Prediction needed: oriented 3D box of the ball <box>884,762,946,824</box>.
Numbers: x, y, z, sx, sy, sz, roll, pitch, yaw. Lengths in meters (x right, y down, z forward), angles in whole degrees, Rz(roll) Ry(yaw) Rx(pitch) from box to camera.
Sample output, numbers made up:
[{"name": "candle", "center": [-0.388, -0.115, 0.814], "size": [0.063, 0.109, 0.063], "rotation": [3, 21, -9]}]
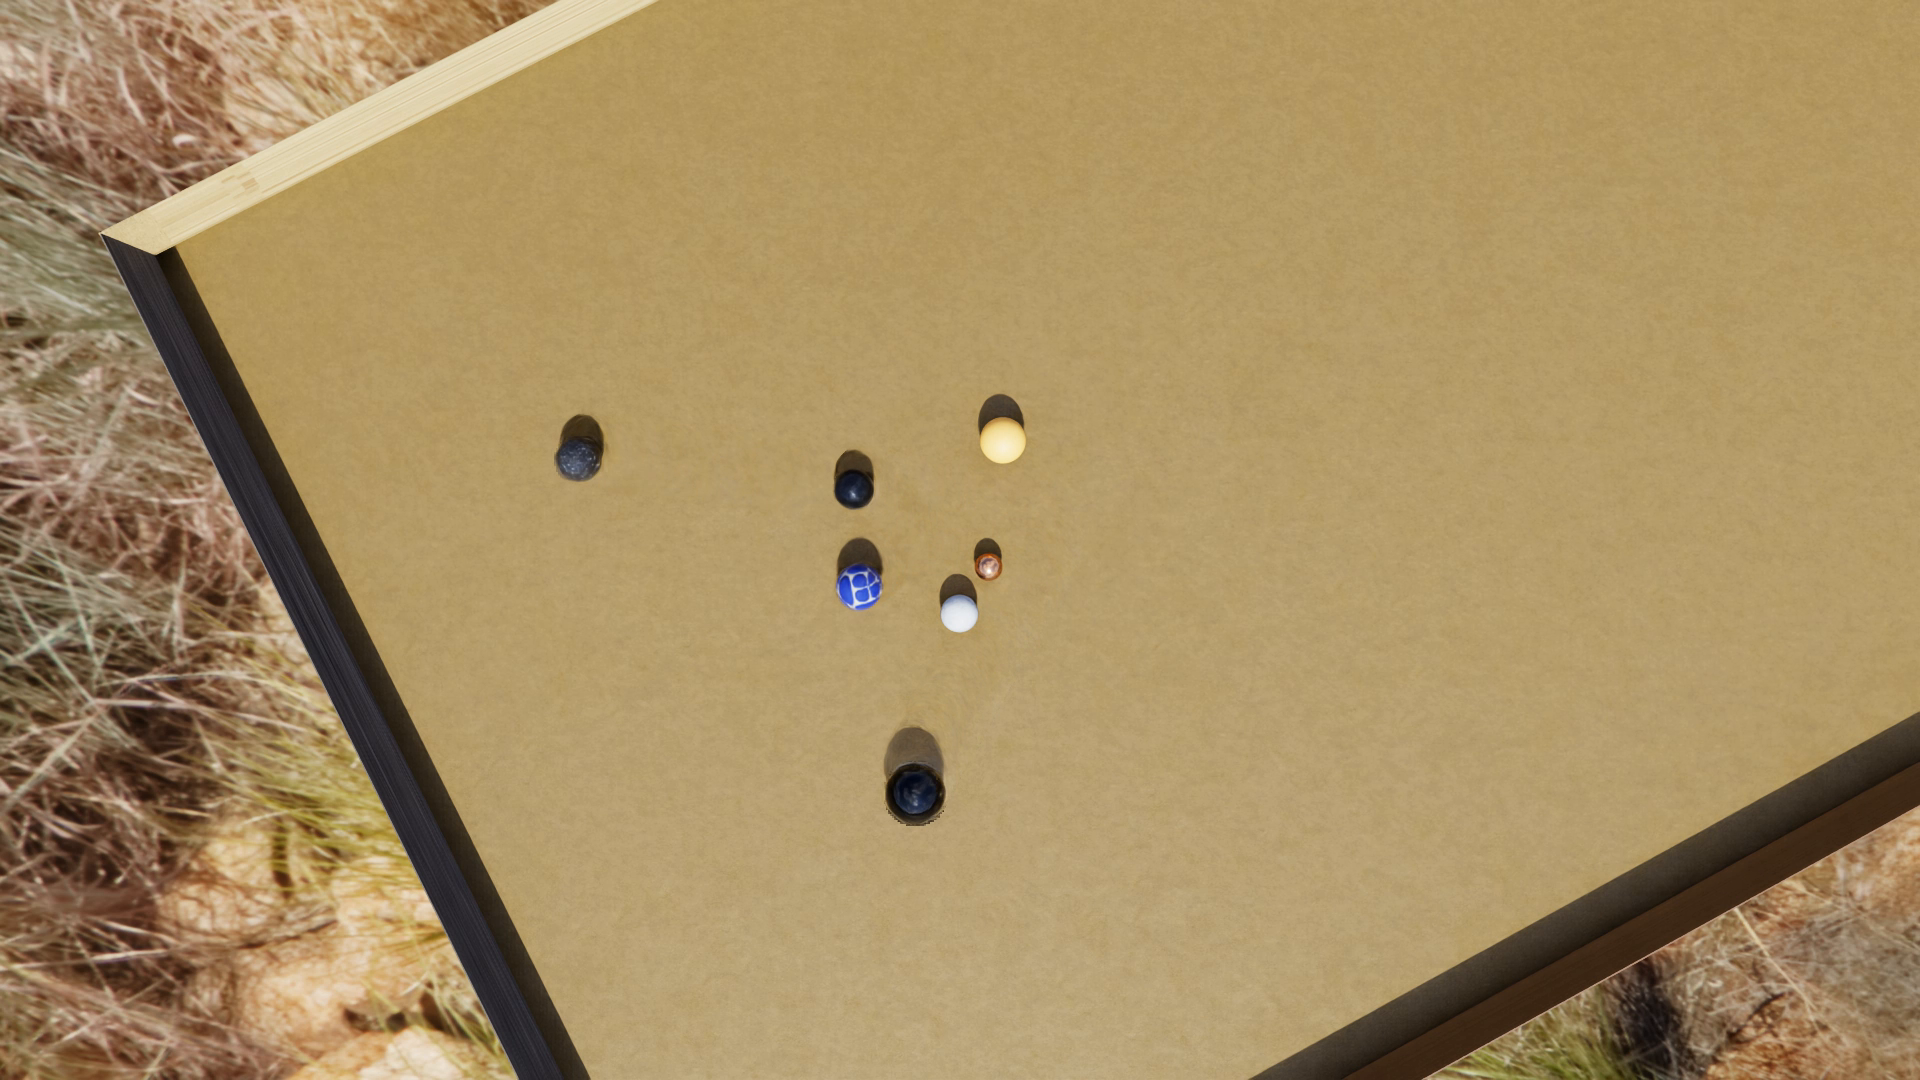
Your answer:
[{"name": "ball", "center": [-0.065, 0.369, 3.204], "size": [0.089, 0.089, 0.089], "rotation": [0, 83, 0]}]

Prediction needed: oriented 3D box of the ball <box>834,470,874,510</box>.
[{"name": "ball", "center": [-0.157, -0.075, 3.274], "size": [0.060, 0.060, 0.060], "rotation": [0, 83, 0]}]

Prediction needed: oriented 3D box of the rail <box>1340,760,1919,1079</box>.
[{"name": "rail", "center": [1.257, 0.418, 3.183], "size": [3.643, 0.115, 0.045], "rotation": [-28, 84, -3]}]

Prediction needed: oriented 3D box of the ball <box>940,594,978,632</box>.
[{"name": "ball", "center": [-0.001, 0.109, 3.253], "size": [0.057, 0.057, 0.057], "rotation": [0, 83, 0]}]

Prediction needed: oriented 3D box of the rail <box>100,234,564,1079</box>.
[{"name": "rail", "center": [-0.783, 0.410, 3.184], "size": [0.045, 0.115, 1.978], "rotation": [-28, 84, -3]}]

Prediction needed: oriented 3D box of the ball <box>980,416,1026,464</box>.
[{"name": "ball", "center": [0.064, -0.149, 3.279], "size": [0.069, 0.069, 0.069], "rotation": [0, 83, 0]}]

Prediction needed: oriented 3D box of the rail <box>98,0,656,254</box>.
[{"name": "rail", "center": [0.351, -1.273, 3.397], "size": [3.643, 0.115, 0.045], "rotation": [-28, 84, -3]}]

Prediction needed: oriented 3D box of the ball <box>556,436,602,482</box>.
[{"name": "ball", "center": [-0.567, -0.120, 3.276], "size": [0.068, 0.068, 0.068], "rotation": [0, 83, 0]}]

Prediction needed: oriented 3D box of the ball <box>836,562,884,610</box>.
[{"name": "ball", "center": [-0.148, 0.069, 3.251], "size": [0.069, 0.069, 0.069], "rotation": [0, 83, 0]}]

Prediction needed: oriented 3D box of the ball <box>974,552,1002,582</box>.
[{"name": "ball", "center": [0.043, 0.040, 3.269], "size": [0.042, 0.042, 0.042], "rotation": [0, 83, 0]}]
